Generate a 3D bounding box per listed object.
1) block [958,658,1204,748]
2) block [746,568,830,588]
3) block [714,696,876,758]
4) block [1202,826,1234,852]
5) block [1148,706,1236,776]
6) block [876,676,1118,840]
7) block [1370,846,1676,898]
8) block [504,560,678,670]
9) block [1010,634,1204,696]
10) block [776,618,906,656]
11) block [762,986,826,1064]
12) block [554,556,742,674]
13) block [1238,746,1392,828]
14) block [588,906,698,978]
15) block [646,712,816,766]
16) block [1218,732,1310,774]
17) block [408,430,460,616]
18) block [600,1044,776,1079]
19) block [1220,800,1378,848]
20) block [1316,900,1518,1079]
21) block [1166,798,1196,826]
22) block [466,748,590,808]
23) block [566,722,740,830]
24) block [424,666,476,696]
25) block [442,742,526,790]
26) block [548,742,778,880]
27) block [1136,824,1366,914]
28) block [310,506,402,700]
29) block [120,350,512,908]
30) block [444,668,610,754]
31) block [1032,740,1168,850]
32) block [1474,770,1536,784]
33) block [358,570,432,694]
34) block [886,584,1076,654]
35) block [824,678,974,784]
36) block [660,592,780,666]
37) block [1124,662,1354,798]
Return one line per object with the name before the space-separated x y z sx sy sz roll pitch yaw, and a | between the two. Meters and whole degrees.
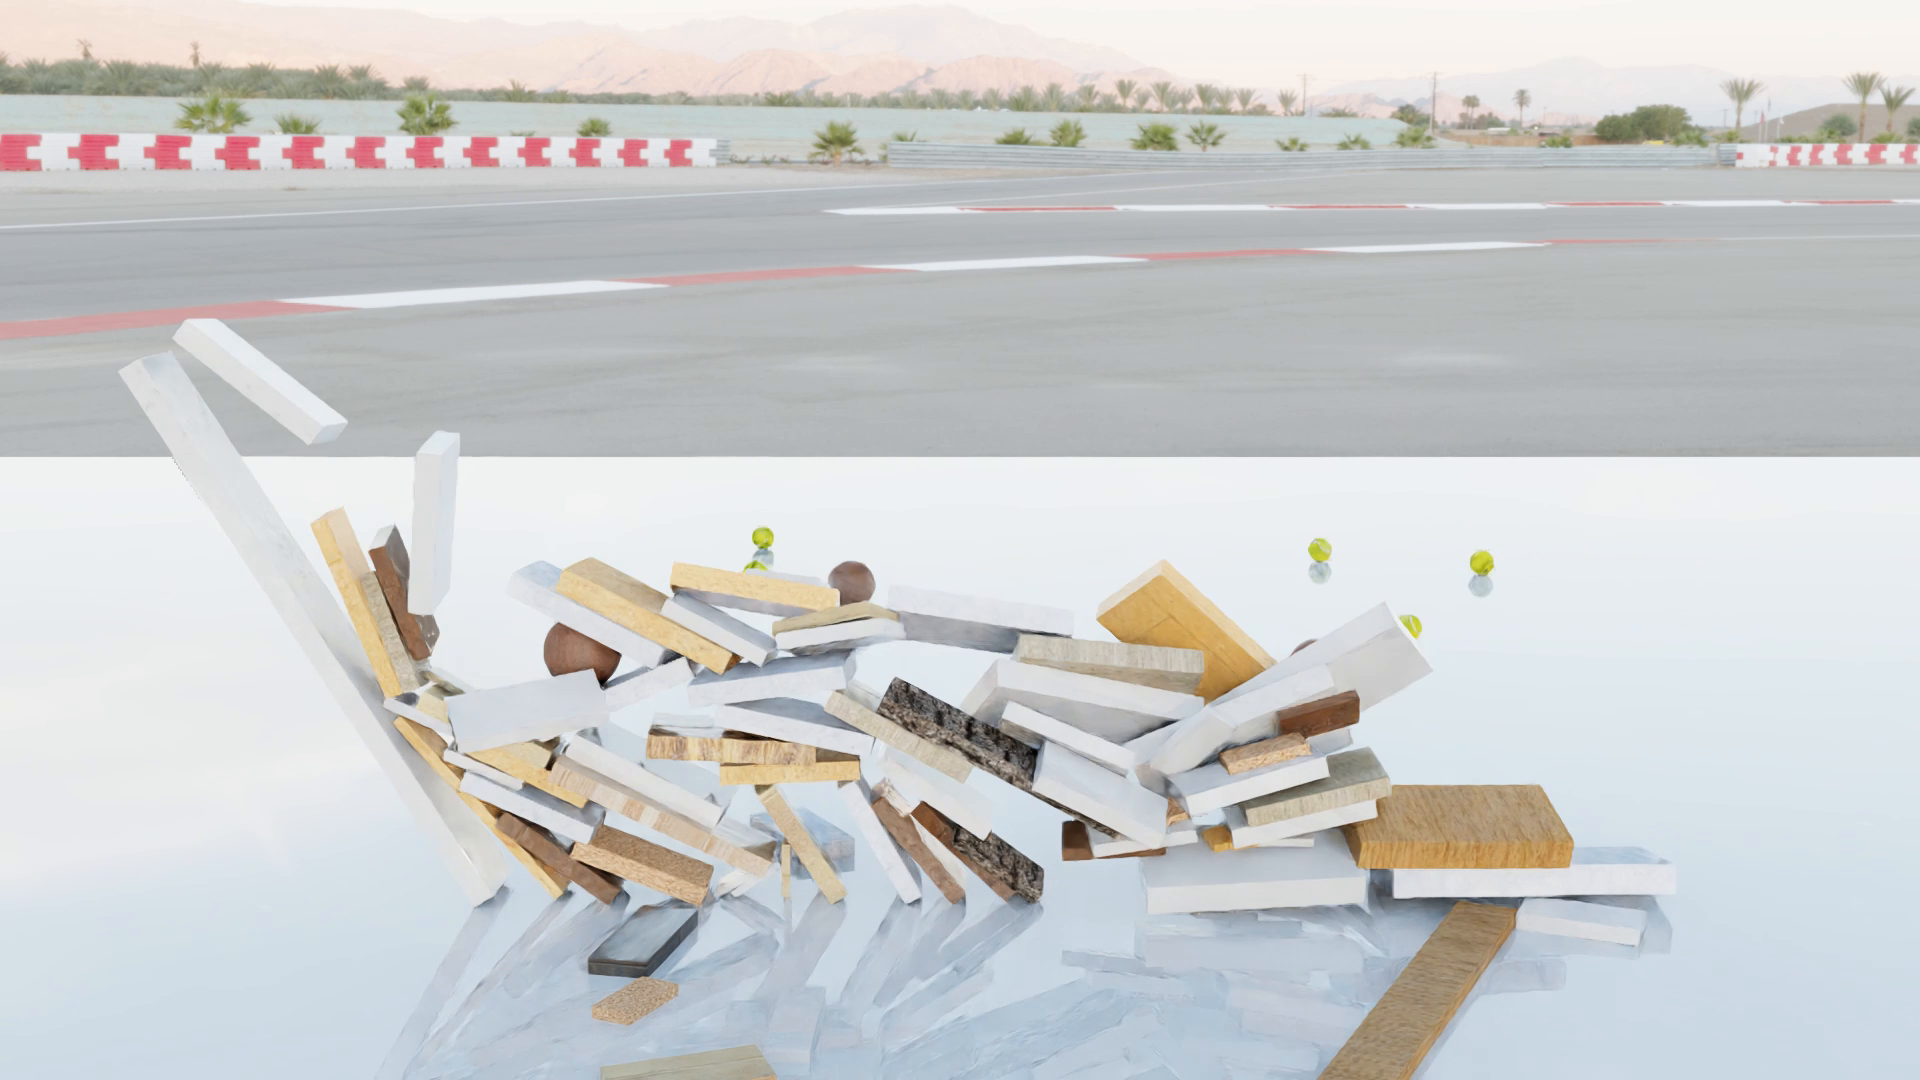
block | 0.203 0.294 3.690 0.374 0.051 0.179 12 -34 -17
block | -0.288 0.071 3.663 0.128 0.018 0.064 7 -12 12
block | -0.263 0.294 3.580 0.256 0.036 0.128 12 10 1
block | 0.453 0.486 3.616 0.097 0.014 0.049 -10 27 -16
block | 0.378 0.332 3.582 0.068 0.136 0.019 31 25 -34
block | 0.070 0.350 3.552 0.431 0.031 0.111 28 16 -1
block | 0.931 0.552 3.662 0.464 0.050 0.175 0 1 -2
block | -0.595 0.120 3.601 0.274 0.039 0.137 26 12 4
block | 0.237 0.227 3.672 0.309 0.044 0.154 6 -33 -8
block | -0.193 0.157 3.560 0.186 0.026 0.093 -9 -12 18
block | -0.233 0.684 3.113 0.064 0.018 0.227 0 11 2
block | -0.499 0.122 3.599 0.305 0.039 0.137 27 11 4
block | 0.569 0.401 3.573 0.236 0.033 0.118 -13 20 -1
block | -0.490 0.623 3.418 0.094 0.027 0.233 2 11 12
block | -0.371 0.326 3.600 0.271 0.038 0.135 3 11 -3
block | 0.494 0.346 3.569 0.136 0.019 0.068 -14 12 -3
block | -0.853 -0.028 3.564 0.038 0.270 0.135 7 17 -2
block | -0.359 0.716 2.907 0.213 0.030 0.107 -4 11 -20
block | 0.549 0.436 3.588 0.236 0.033 0.118 -12 20 0
block | 0.634 0.679 3.114 0.094 0.027 0.971 5 12 26
block | 0.336 0.445 3.585 0.097 0.014 0.049 -18 29 -17
block | -0.709 0.367 3.631 0.229 0.033 0.115 26 7 -1
block | -0.506 0.382 3.635 0.271 0.038 0.135 27 10 1
block | -0.835 0.240 3.634 0.094 0.013 0.047 30 7 5
block | -0.778 0.369 3.624 0.137 0.019 0.068 23 11 -2
block | -0.483 0.442 3.596 0.383 0.033 0.115 25 10 -4
block | 0.470 0.531 3.595 0.350 0.050 0.175 -3 26 -1
block | -0.974 0.102 3.597 0.029 0.310 0.102 -20 11 3
block | -1.042 0.147 3.594 0.038 1.025 0.135 -30 8 7
block | -0.688 0.272 3.496 0.240 0.030 0.107 -11 38 -18
block | 0.225 0.406 3.508 0.221 0.031 0.111 27 25 -5
block | 1.027 0.480 4.188 0.094 0.027 0.188 6 12 28
block | -0.926 0.145 3.619 0.029 0.204 0.102 -20 5 3
block | 0.029 0.140 3.690 0.309 0.044 0.154 8 -20 -2
block | -0.097 0.303 3.573 0.256 0.036 0.128 28 10 -5
block | -0.387 0.144 3.577 0.186 0.026 0.093 27 11 7
block | 0.468 0.342 3.680 0.357 0.179 0.051 -22 47 4
